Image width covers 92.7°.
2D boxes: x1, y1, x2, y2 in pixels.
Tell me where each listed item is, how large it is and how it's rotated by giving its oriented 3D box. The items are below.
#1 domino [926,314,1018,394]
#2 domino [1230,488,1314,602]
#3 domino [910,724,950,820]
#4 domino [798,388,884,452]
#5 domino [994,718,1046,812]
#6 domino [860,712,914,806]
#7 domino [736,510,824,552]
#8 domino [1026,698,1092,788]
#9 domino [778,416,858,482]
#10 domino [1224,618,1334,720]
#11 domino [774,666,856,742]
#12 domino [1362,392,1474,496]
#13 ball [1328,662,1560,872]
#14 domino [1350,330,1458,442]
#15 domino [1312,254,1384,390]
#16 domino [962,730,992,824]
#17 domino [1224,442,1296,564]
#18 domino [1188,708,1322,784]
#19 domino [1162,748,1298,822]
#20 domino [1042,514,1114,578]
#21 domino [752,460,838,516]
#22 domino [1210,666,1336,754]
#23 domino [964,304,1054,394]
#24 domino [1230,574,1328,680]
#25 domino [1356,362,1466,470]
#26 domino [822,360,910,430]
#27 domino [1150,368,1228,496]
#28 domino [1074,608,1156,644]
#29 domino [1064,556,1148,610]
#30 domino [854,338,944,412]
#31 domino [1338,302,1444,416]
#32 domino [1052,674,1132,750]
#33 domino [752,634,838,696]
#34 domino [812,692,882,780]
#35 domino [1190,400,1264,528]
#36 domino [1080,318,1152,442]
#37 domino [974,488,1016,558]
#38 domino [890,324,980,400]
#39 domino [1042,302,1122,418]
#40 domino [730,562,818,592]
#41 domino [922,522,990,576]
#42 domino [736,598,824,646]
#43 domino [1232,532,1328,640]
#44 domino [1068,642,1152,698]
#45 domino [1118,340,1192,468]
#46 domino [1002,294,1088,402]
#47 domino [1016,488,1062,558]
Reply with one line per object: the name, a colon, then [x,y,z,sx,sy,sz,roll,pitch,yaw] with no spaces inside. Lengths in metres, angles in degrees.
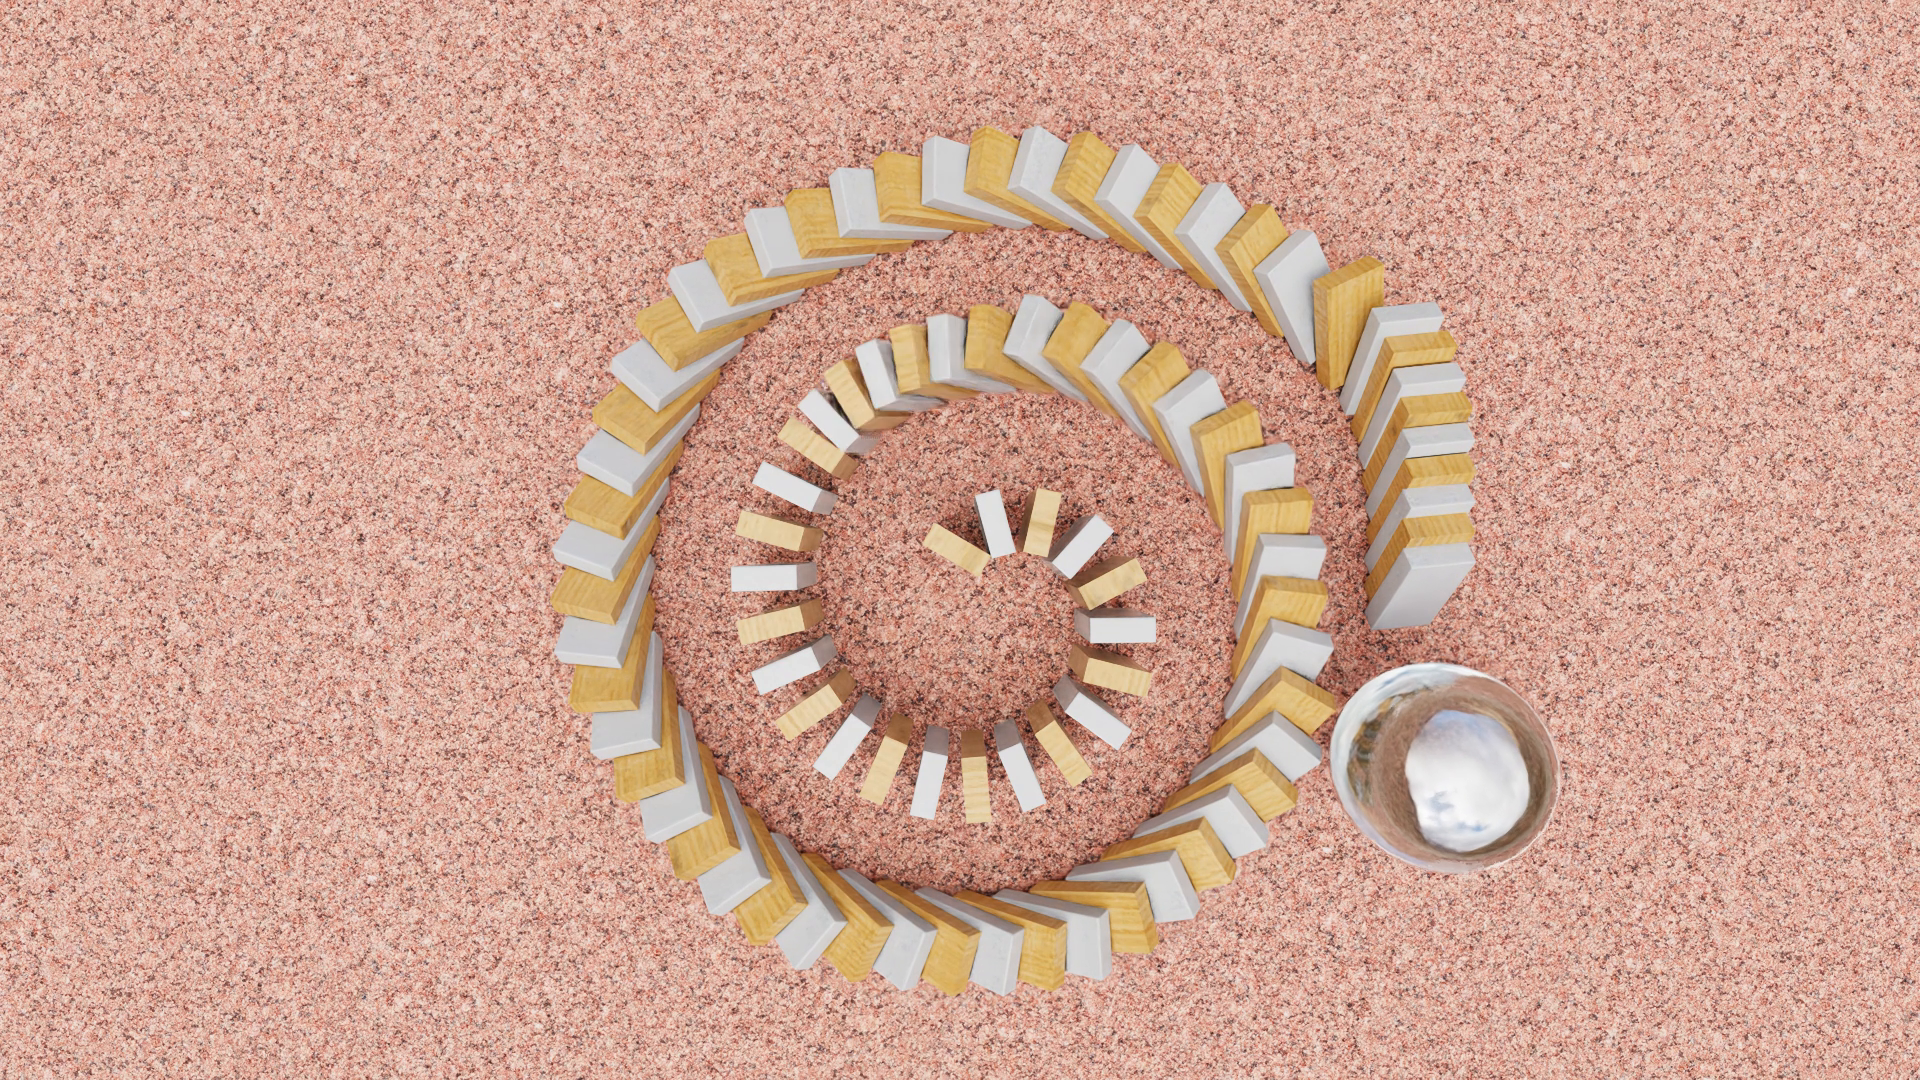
domino: [0.006,-0.076,0.377,0.009,0.050,0.025,-3,90,35]
domino: [0.129,0.003,0.382,0.025,0.010,0.050,-5,126,0]
domino: [-0.012,0.094,0.375,0.010,0.050,0.025,13,90,0]
domino: [-0.048,-0.048,0.375,0.009,0.050,0.025,-44,90,8]
domino: [0.024,0.091,0.375,0.010,0.050,0.025,-23,90,0]
domino: [-0.029,0.088,0.375,0.009,0.050,0.025,23,90,0]
domino: [-0.073,-0.003,0.375,0.025,0.050,0.009,15,90,0]
domino: [0.040,0.082,0.375,0.010,0.050,0.025,-36,90,0]
domino: [-0.057,-0.036,0.375,0.025,0.050,0.009,35,90,0]
domino: [0.132,0.057,0.382,0.025,0.009,0.050,15,125,0]
domino: [-0.058,0.066,0.375,0.025,0.050,0.010,-35,90,0]
domino: [0.187,-0.039,0.377,0.025,0.050,0.010,-5,54,-1]
ball: [0.188,0.088,0.360,0.080,0.080,0.080,0,90,0]
domino: [0.182,-0.062,0.377,0.025,0.050,0.010,-6,53,0]
domino: [0.161,-0.089,0.379,0.025,0.009,0.050,-25,133,-1]
domino: [0.006,0.095,0.375,0.010,0.050,0.025,-5,90,0]
domino: [0.124,-0.015,0.381,0.025,0.009,0.050,-12,126,0]
domino: [0.122,0.094,0.382,0.025,0.010,0.050,39,125,-1]
domino: [0.112,0.109,0.382,0.025,0.010,0.050,46,125,-1]
domino: [0.047,0.003,0.375,0.009,0.050,0.025,42,90,0]
domino: [-0.066,-0.021,0.375,0.025,0.050,0.009,26,90,0]
domino: [0.129,0.077,0.382,0.025,0.009,0.050,29,125,0]
domino: [0.022,-0.078,0.378,0.010,0.050,0.025,6,90,40]
domino: [0.132,0.038,0.382,0.025,0.009,0.050,6,125,0]
domino: [0.184,-0.050,0.377,0.025,0.050,0.010,-6,54,0]
domino: [-0.037,-0.059,0.375,0.010,0.050,0.025,-30,90,15]
domino: [0.101,-0.044,0.381,0.025,0.009,0.050,-37,128,0]
domino: [0.062,0.034,0.375,0.025,0.050,0.009,-1,90,0]
domino: [0.058,0.017,0.375,0.025,0.050,0.009,-28,90,0]
domino: [-0.024,-0.067,0.375,0.009,0.050,0.025,-18,90,22]
domino: [0.176,-0.074,0.377,0.025,0.050,0.010,-6,53,0]
domino: [0.053,0.069,0.375,0.025,0.050,0.009,36,90,0]
domino: [-0.067,0.050,0.375,0.025,0.050,0.010,-23,90,0]
domino: [-0.045,0.079,0.375,0.010,0.050,0.025,36,90,0]
domino: [0.114,-0.031,0.381,0.025,0.009,0.050,-25,127,0]
domino: [0.072,-0.066,0.380,0.025,0.010,0.050,-51,131,0]
domino: [0.014,-0.006,0.375,0.010,0.050,0.025,-15,90,0]
domino: [-0.009,-0.072,0.376,0.009,0.050,0.025,-9,90,29]
domino: [0.057,-0.074,0.379,0.050,0.010,0.025,31,90,-44]
domino: [-0.075,0.015,0.375,0.025,0.050,0.010,-2,90,0]
domino: [-0.001,0.004,0.375,0.025,0.050,0.010,30,90,0]
domino: [-0.072,0.033,0.375,0.025,0.050,0.010,-14,90,0]
domino: [0.132,0.021,0.382,0.025,0.010,0.050,3,125,0]
domino: [0.060,0.053,0.375,0.025,0.050,0.010,14,90,0]
domino: [0.088,-0.056,0.381,0.025,0.010,0.050,-43,129,0]
domino: [0.040,-0.078,0.379,0.009,0.050,0.025,22,90,43]
domino: [0.032,-0.007,0.375,0.009,0.050,0.025,13,90,0]
